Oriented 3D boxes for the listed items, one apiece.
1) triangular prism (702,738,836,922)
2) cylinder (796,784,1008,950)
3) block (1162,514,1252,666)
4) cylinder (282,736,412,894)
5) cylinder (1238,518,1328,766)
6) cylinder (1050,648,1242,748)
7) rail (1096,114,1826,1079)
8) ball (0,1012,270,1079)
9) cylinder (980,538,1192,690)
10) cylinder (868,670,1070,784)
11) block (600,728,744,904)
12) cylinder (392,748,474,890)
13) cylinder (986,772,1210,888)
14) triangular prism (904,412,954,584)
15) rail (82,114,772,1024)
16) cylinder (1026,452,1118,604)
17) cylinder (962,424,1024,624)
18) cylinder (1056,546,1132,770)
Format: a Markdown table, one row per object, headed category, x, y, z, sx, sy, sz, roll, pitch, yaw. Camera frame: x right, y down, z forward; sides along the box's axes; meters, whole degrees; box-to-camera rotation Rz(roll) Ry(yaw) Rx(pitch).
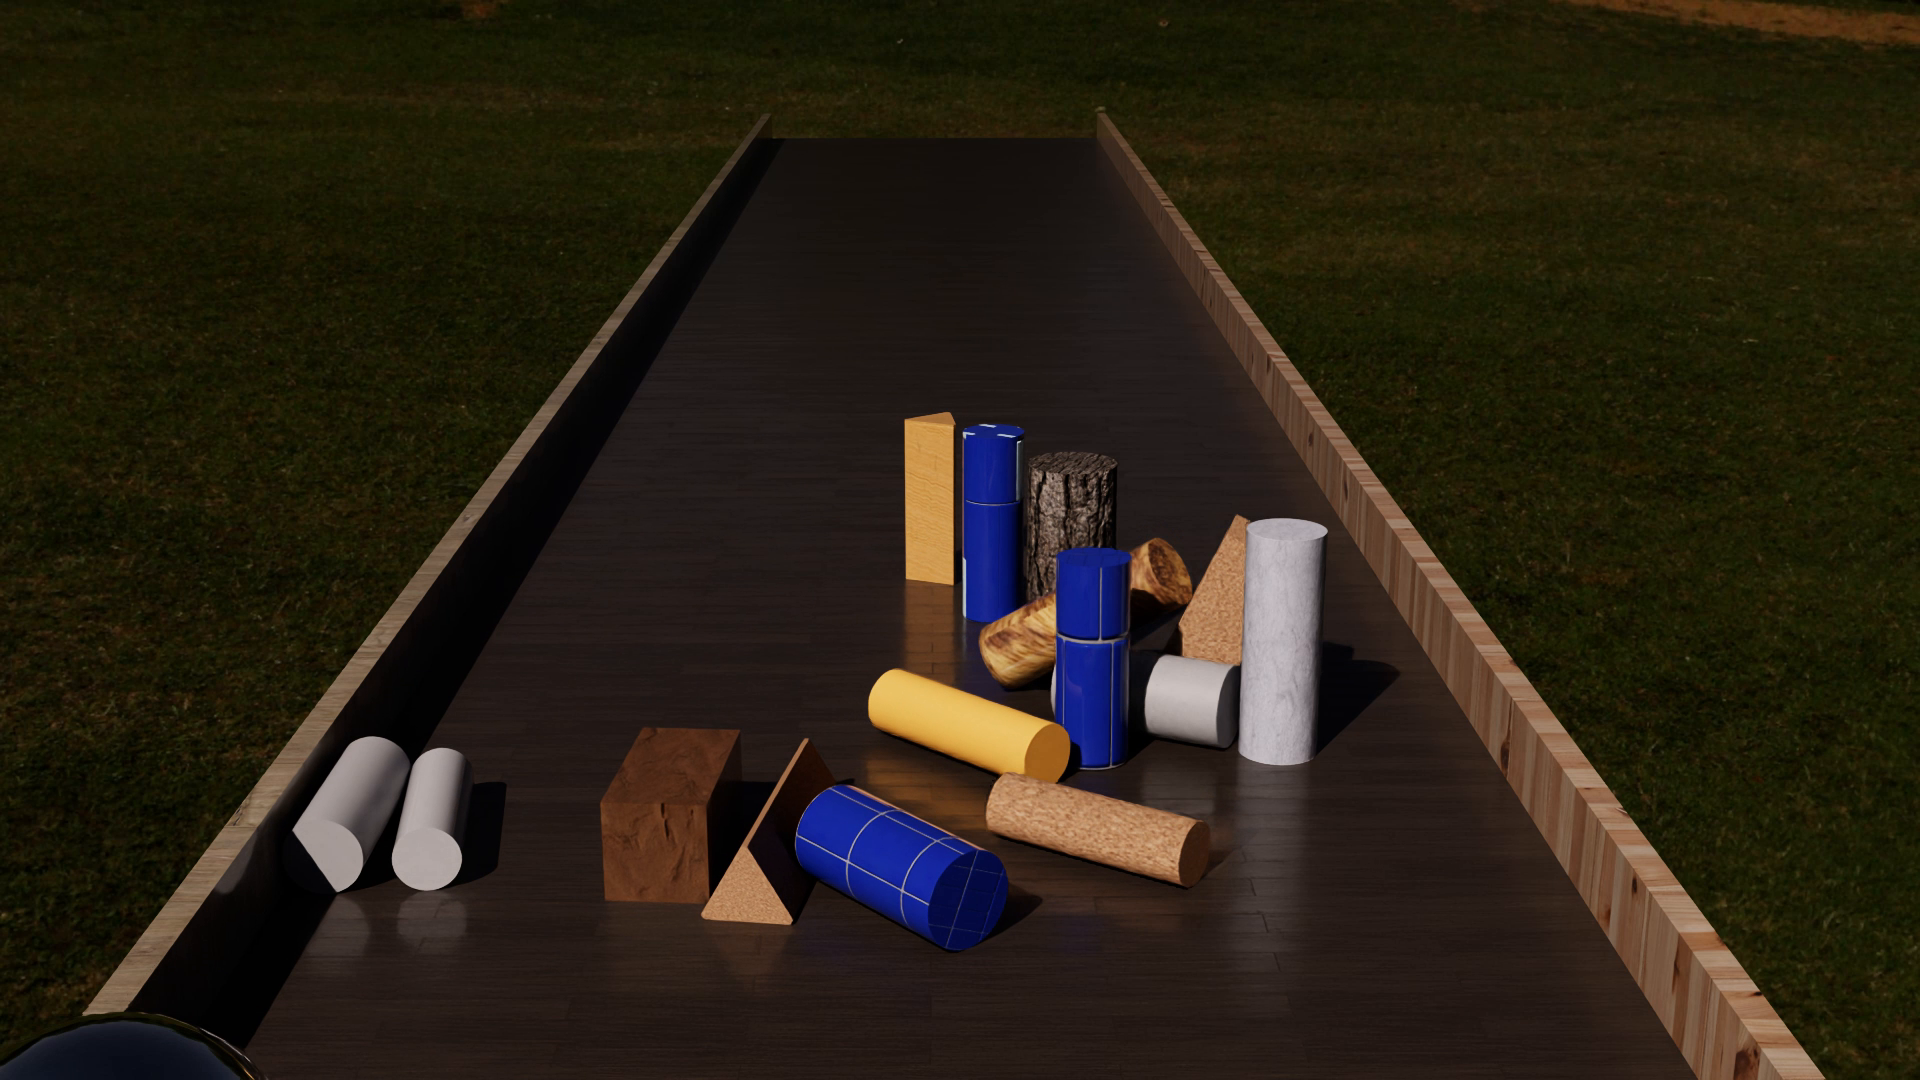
| category | x | y | z | sx | sy | sz | roll | pitch | yaw |
| --- | --- | --- | --- | --- | --- | --- | --- | --- | --- |
| triangular prism | -0.288 | 0.450 | 3.488 | 0.139 | 0.121 | 0.436 | 2 | 17 | 8 |
| cylinder | -0.091 | 0.489 | 3.312 | 0.154 | 0.154 | 0.320 | -14 | 21 | -38 |
| block | 0.492 | 0.144 | 4.108 | 0.137 | 0.336 | 0.137 | 28 | 21 | 5 |
| cylinder | -0.982 | 0.437 | 3.537 | 0.125 | 0.125 | 0.343 | 0 | 17 | -1 |
| cylinder | 0.571 | 0.180 | 3.897 | 0.141 | 0.414 | 0.141 | 0 | 17 | 0 |
| cylinder | 0.343 | 0.280 | 4.020 | 0.319 | 0.152 | 0.152 | 8 | 18 | 25 |
| rail | 0.932 | -0.844 | 7.801 | 0.050 | 0.150 | 12.000 | 0 | 17 | -1 |
| ball | -0.823 | 0.640 | 2.135 | 0.358 | 0.358 | 0.358 | 0 | 17 | 0 |
| cylinder | 0.235 | 0.142 | 4.163 | 0.404 | 0.137 | 0.137 | -29 | 1 | 30 |
| cylinder | 0.012 | 0.333 | 3.901 | 0.389 | 0.118 | 0.118 | 16 | 23 | 43 |
| block | -0.452 | 0.432 | 3.490 | 0.162 | 0.162 | 0.311 | 1 | 17 | 4 |
| cylinder | -0.846 | 0.445 | 3.544 | 0.106 | 0.106 | 0.329 | -2 | 17 | -8 |
| cylinder | 0.218 | 0.459 | 3.501 | 0.353 | 0.105 | 0.105 | 11 | 20 | 32 |
| triangular prism | -0.046 | -0.096 | 4.909 | 0.121 | 0.366 | 0.105 | 7 | 18 | 22 |
| rail | -1.118 | -0.838 | 7.780 | 0.050 | 0.150 | 12.000 | 0 | 17 | -1 |
| cylinder | 0.221 | 0.040 | 4.387 | 0.177 | 0.401 | 0.177 | 0 | 17 | 0 |
| cylinder | 0.070 | -0.034 | 4.636 | 0.129 | 0.401 | 0.129 | 0 | 17 | 0 |
| cylinder | 0.234 | 0.208 | 3.874 | 0.131 | 0.370 | 0.131 | 0 | 15 | 0 |
